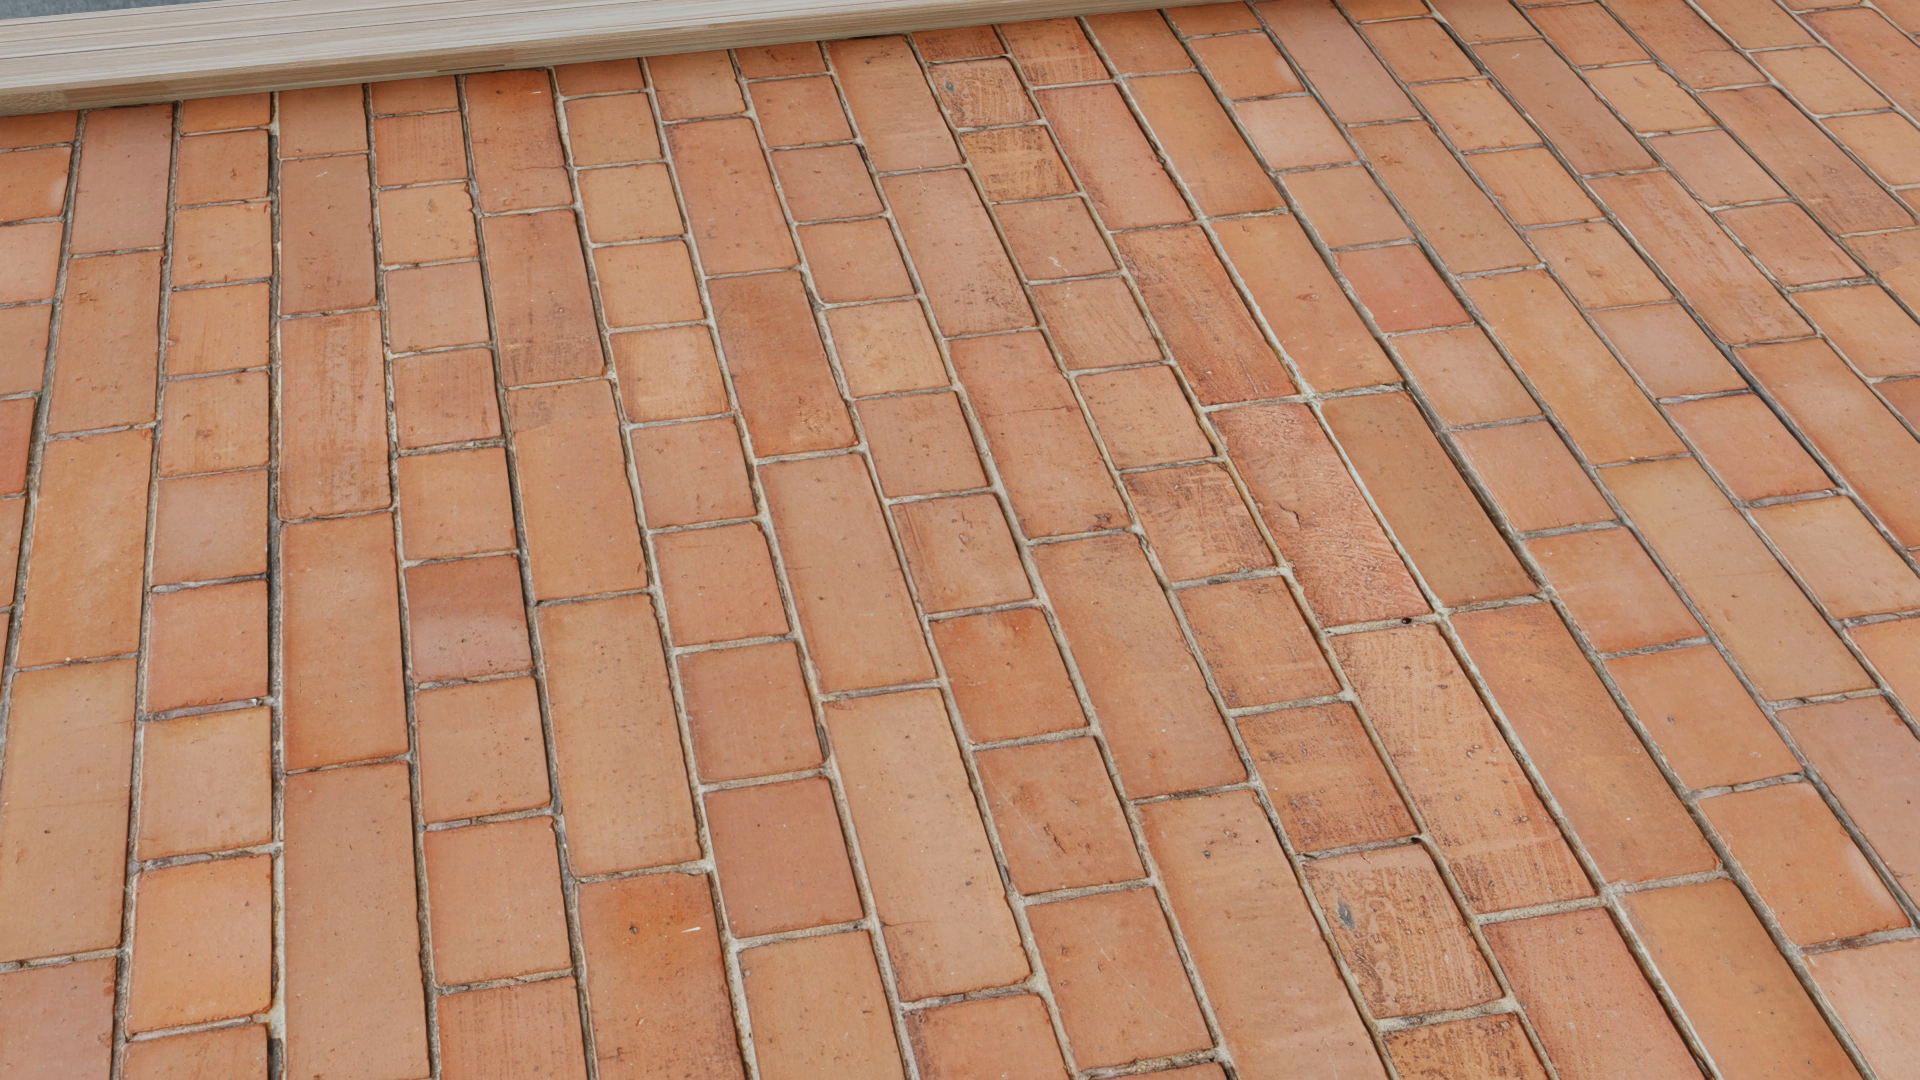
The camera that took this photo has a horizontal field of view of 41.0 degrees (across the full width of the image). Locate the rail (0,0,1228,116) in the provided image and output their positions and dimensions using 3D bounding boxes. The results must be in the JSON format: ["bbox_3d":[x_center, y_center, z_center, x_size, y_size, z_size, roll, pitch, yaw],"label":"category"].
[{"bbox_3d":[0.580,-0.543,2.297,3.036,0.083,0.045,-7,37,-10],"label":"rail"}]
